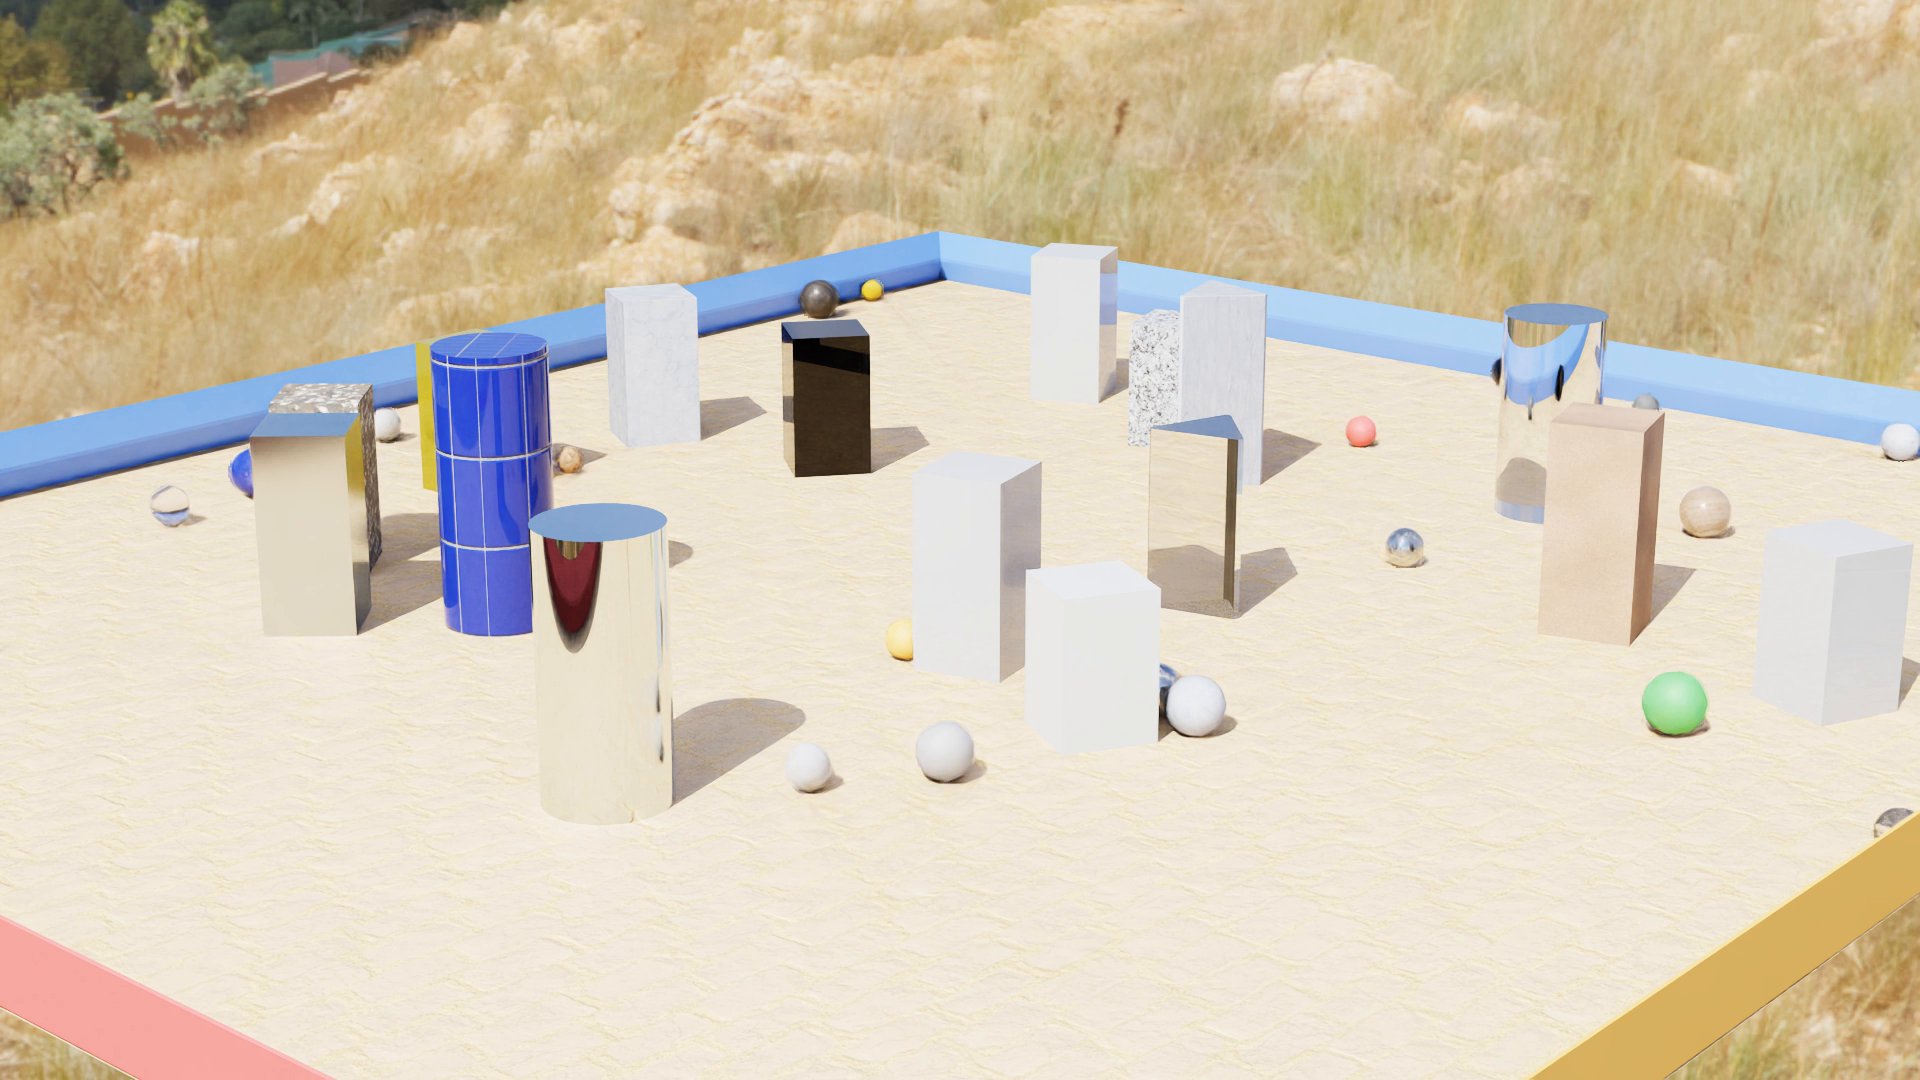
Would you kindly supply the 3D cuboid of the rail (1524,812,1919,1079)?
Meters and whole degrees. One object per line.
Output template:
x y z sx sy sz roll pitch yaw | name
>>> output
1.354 0.371 3.995 0.045 0.126 4.016 14 22 39 | rail

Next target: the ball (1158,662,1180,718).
0.303 0.232 4.528 0.086 0.086 0.086 0 17 0 | ball

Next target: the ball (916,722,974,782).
-0.022 0.308 4.275 0.087 0.087 0.087 0 17 0 | ball

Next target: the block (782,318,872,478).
-0.270 -0.287 5.905 0.155 0.284 0.155 -3 17 -11 | block

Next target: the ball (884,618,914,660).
-0.090 0.161 4.795 0.067 0.067 0.067 0 17 0 | ball

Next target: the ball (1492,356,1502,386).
1.228 -0.375 6.550 0.080 0.080 0.080 0 17 0 | ball

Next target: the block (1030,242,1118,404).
0.253 -0.480 6.482 0.155 0.321 0.155 5 18 17 | block

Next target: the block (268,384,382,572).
-1.135 -0.108 5.255 0.155 0.317 0.155 0 17 -1 | block

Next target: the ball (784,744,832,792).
-0.220 0.329 4.238 0.069 0.069 0.069 0 17 0 | ball

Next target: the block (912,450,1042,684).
0.028 0.041 4.738 0.155 0.330 0.155 8 19 25 | block

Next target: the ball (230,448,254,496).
-1.376 -0.133 5.724 0.095 0.095 0.095 0 17 0 | ball

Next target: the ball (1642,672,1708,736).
1.086 0.248 4.457 0.097 0.097 0.097 0 17 0 | ball

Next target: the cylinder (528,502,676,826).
-0.505 0.174 4.151 0.194 0.416 0.194 0 17 0 | cylinder

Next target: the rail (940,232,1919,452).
1.301 -0.401 6.555 3.634 0.126 0.045 14 22 39 | rail

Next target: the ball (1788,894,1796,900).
1.080 0.481 3.754 0.057 0.057 0.057 0 17 0 | ball

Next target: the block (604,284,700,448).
-0.642 -0.366 6.128 0.155 0.307 0.155 -6 18 -20 | block

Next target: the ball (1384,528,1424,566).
0.801 0.013 5.283 0.071 0.071 0.071 0 17 0 | ball

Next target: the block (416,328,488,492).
-0.950 -0.246 5.750 0.155 0.296 0.155 14 21 38 | block

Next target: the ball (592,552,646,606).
-0.588 0.067 5.064 0.092 0.092 0.092 0 17 0 | ball

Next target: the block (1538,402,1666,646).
1.072 -0.028 4.906 0.155 0.366 0.155 8 18 24 | block

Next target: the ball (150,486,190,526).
-1.490 -0.065 5.533 0.073 0.073 0.073 0 17 0 | ball

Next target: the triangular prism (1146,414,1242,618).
0.431 -0.046 5.052 0.168 0.316 0.145 9 19 26 | triangular prism

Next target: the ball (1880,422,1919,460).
1.918 -0.202 5.980 0.077 0.077 0.077 0 17 0 | ball

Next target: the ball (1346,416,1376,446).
0.832 -0.226 6.085 0.064 0.064 0.064 0 17 0 | ball

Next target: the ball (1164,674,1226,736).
0.357 0.251 4.453 0.093 0.093 0.093 0 17 0 | ball

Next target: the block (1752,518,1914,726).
1.355 0.126 4.556 0.155 0.272 0.155 -8 19 -25 | block

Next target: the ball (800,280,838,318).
-0.348 -0.597 7.259 0.096 0.096 0.096 0 17 0 | ball

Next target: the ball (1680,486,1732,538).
1.387 -0.053 5.455 0.096 0.096 0.096 0 17 0 | ball

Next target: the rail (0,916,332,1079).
-1.301 0.464 3.686 3.634 0.126 0.045 14 22 39 | rail

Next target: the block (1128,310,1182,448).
0.451 -0.332 6.101 0.155 0.258 0.155 7 18 22 | block

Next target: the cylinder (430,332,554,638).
-0.781 -0.094 4.928 0.194 0.479 0.194 0 17 0 | cylinder

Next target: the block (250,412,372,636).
-1.090 -0.027 4.934 0.155 0.347 0.155 0 17 -2 | block

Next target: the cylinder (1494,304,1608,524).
1.124 -0.242 5.580 0.194 0.385 0.194 0 17 0 | cylinder

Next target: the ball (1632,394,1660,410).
1.471 -0.284 6.287 0.058 0.058 0.058 0 17 0 | ball

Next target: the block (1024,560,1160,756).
0.199 0.176 4.438 0.155 0.245 0.155 -6 18 -19 | block

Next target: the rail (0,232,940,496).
-1.354 -0.308 6.246 0.045 0.126 4.016 14 22 39 | rail

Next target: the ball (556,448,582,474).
-0.785 -0.159 5.885 0.051 0.051 0.051 0 17 0 | ball

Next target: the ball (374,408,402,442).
-1.201 -0.240 6.122 0.068 0.068 0.068 0 17 0 | ball

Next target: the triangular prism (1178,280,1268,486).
0.506 -0.312 5.815 0.168 0.384 0.145 -2 17 -5 | triangular prism

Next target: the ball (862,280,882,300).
-0.225 -0.634 7.457 0.053 0.053 0.053 0 17 0 | ball

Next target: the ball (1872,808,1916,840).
1.281 0.400 3.996 0.072 0.072 0.072 0 17 0 | ball
